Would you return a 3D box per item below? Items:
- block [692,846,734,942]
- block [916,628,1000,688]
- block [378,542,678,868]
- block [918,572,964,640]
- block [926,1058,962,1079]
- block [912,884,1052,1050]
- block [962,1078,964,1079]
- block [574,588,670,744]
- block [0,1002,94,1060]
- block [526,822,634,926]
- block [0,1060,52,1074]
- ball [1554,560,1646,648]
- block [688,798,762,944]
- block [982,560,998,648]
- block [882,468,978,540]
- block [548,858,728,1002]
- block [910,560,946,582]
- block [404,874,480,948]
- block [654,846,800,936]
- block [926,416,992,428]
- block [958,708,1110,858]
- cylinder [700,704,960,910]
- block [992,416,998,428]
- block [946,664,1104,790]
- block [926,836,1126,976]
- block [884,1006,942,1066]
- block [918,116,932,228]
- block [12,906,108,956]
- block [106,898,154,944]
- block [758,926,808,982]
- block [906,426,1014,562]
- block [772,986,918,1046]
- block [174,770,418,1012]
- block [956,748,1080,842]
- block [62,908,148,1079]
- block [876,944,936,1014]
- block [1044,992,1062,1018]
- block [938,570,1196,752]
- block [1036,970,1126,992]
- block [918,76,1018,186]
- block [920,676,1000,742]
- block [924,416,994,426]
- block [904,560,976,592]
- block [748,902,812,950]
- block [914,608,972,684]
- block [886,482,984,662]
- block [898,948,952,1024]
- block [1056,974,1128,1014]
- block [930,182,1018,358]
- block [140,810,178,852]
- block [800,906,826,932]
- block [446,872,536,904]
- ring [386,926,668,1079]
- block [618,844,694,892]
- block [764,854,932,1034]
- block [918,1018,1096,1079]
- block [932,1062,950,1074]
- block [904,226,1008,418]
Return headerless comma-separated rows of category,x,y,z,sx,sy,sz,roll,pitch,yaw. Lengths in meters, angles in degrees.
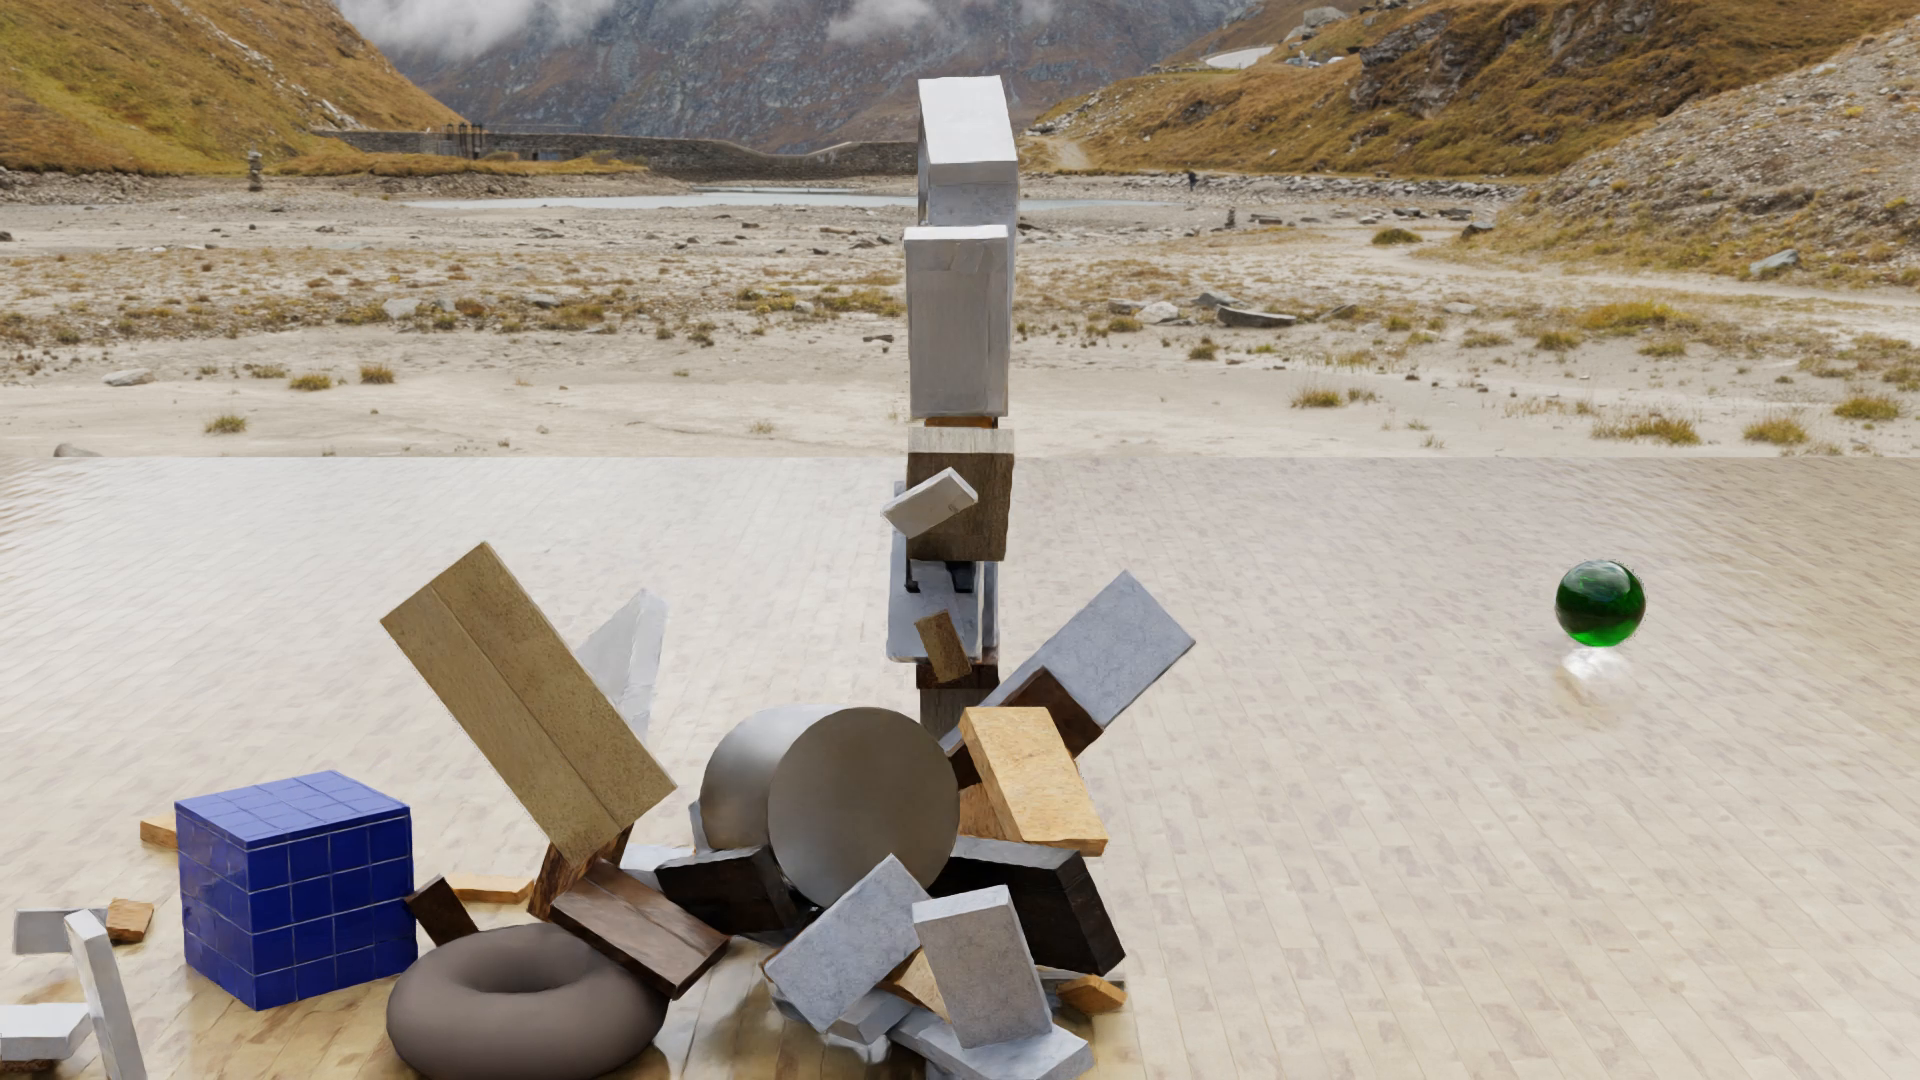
block,-0.388,0.544,3.533,0.112,0.032,0.223,24,30,-3
block,-0.002,0.213,3.985,0.145,0.041,0.290,0,10,1
block,-0.602,0.230,3.079,0.180,0.437,0.051,-38,1,-5
block,-0.033,0.117,3.784,0.059,0.118,0.017,-13,-12,2
block,0.003,0.720,2.894,0.094,0.027,0.187,0,11,-2
block,0.029,0.521,2.672,0.116,0.231,0.033,-13,35,7
block,0.069,0.716,2.796,0.094,0.027,0.187,12,14,-20
block,-0.539,0.245,3.354,0.051,0.180,0.359,38,27,-24
block,-1.308,0.668,2.983,0.230,0.033,0.115,-1,11,-3
block,-0.584,0.485,3.434,0.112,0.265,0.032,25,11,22
block,-1.360,0.696,3.010,0.230,0.033,0.115,-2,11,-11
ball,1.573,0.157,5.408,0.217,0.217,0.217,0,11,0
block,-0.353,0.507,3.392,0.109,0.031,0.219,30,32,-41
block,-0.013,0.030,3.971,0.160,0.319,0.045,1,5,11
block,-0.040,-0.048,2.893,0.116,0.058,0.016,-29,35,28
block,-0.444,0.537,3.040,0.224,0.032,0.112,28,41,20
block,-0.054,0.051,3.751,0.059,0.017,0.118,-2,9,-2
block,-0.782,0.577,3.340,0.065,0.130,0.018,-36,26,-21
block,-0.327,0.492,3.062,0.224,0.112,0.032,-15,12,45
block,0.002,-0.275,3.920,0.116,0.232,0.033,1,-28,4
block,0.111,0.373,3.403,0.144,0.041,0.287,2,39,-24
cylinder,-0.192,0.385,3.188,0.291,0.291,0.291,-5,-1,-25
block,0.005,-0.304,4.070,0.131,0.262,0.037,0,9,0
block,0.042,0.392,3.624,0.392,0.144,0.041,-42,10,2
block,0.076,0.533,3.242,0.051,0.180,0.359,-34,18,-33
block,-0.044,0.632,2.986,0.121,0.034,0.242,-37,21,-23
block,0.000,-0.631,4.089,0.153,0.305,0.043,0,9,-2
block,-1.366,0.593,3.339,0.130,0.065,0.018,5,0,-37
block,-1.324,0.604,3.498,0.065,0.018,0.130,13,7,-15
block,-0.187,0.575,3.093,0.109,0.031,0.219,-34,7,-33
block,-0.004,-0.072,3.648,0.170,0.048,0.340,1,-31,-1
block,-0.150,0.625,3.029,0.121,0.034,0.242,-35,17,-28
block,-1.004,0.523,3.330,0.256,0.256,0.256,-9,14,-41
block,0.058,0.445,3.501,0.287,0.041,0.144,-22,38,9
block,-1.125,0.612,2.900,0.031,0.233,0.109,-18,18,-32
block,-0.037,0.558,2.912,0.116,0.033,0.231,-45,29,-23
block,0.087,0.671,3.185,0.117,0.017,0.058,1,11,5
block,0.123,0.314,3.724,0.594,0.170,0.048,-43,-11,-2
block,0.111,0.648,3.229,0.261,0.021,0.072,0,-3,7
block,0.011,-0.741,3.965,0.153,0.043,0.305,-3,40,-4
block,0.000,0.391,3.938,0.145,0.290,0.041,0,1,2
block,0.004,-0.245,3.959,0.116,0.232,0.033,6,-21,10
block,-0.029,-0.025,3.852,0.116,0.232,0.033,1,-14,11
block,-0.278,0.525,3.357,0.125,0.035,0.250,25,25,2
block,-0.028,0.182,3.755,0.059,0.118,0.017,-19,15,9
block,-0.040,0.054,3.875,0.160,0.319,0.045,-1,-16,11
block,-0.025,0.570,2.807,0.016,0.058,0.116,41,-9,-38
block,0.185,0.642,3.107,0.059,0.017,0.117,32,-27,-9
block,0.020,-0.483,3.903,0.153,0.311,0.043,3,1,4
block,-1.334,0.525,3.922,0.250,0.035,0.125,8,13,37
block,-0.235,0.566,3.518,0.125,0.035,0.250,-1,10,-11
block,-0.791,0.580,3.665,0.146,0.021,0.073,2,11,10
ring,-0.596,0.642,3.043,0.386,0.129,0.386,-1,11,0
block,-0.565,0.554,3.743,0.250,0.035,0.125,2,11,18
block,-0.137,0.531,2.896,0.224,0.112,0.032,-41,4,-3
block,0.056,0.638,2.759,0.116,0.033,0.231,-29,21,-25
block,-0.009,0.670,3.000,0.094,0.027,0.187,-3,13,-17
block,-0.003,-0.370,3.757,0.170,0.340,0.048,-1,33,0
